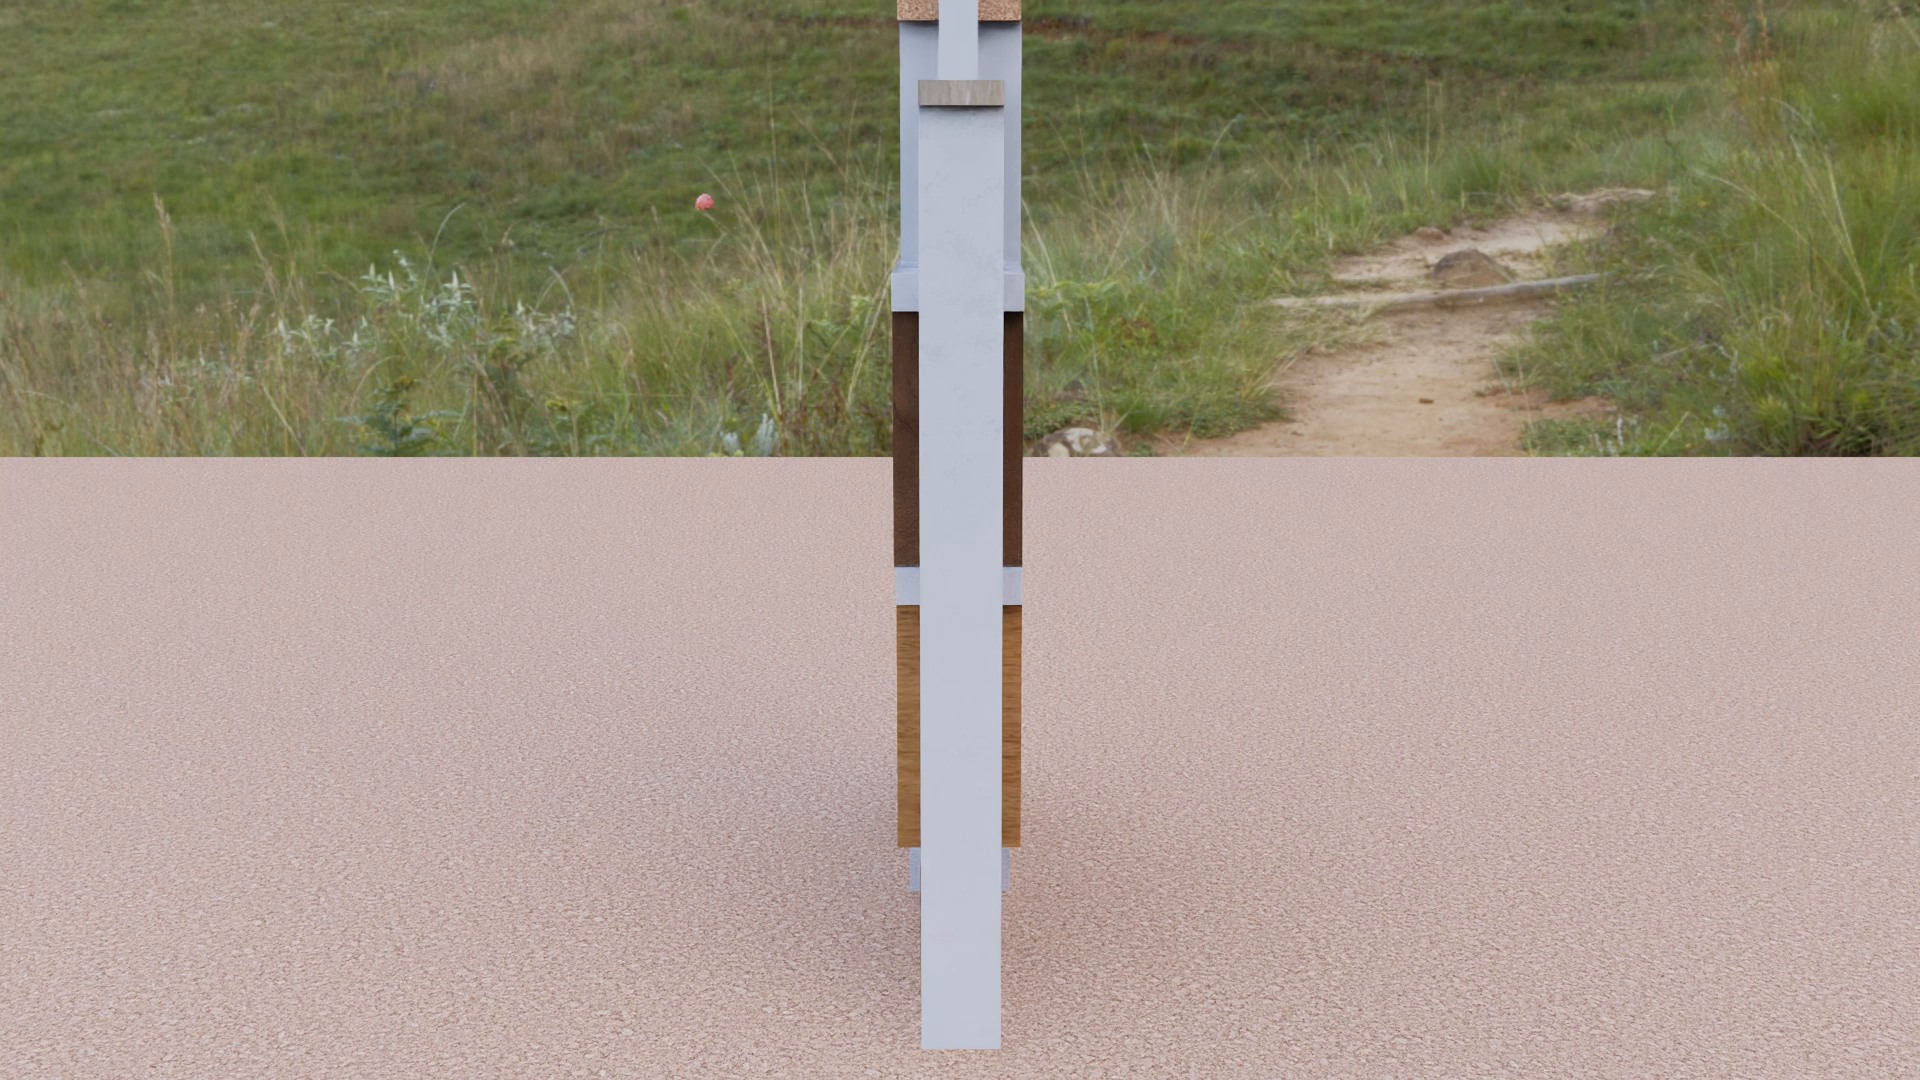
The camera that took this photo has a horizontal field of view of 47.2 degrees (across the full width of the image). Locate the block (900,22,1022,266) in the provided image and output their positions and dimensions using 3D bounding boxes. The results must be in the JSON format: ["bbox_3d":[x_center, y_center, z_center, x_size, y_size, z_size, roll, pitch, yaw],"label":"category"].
[{"bbox_3d":[0.001,-0.552,3.076,0.168,0.336,0.048,0,11,0],"label":"block"}]

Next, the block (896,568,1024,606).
[{"bbox_3d":[-0.001,0.033,3.207,0.176,0.050,0.351,0,11,0],"label":"block"}]

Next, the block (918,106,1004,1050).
[{"bbox_3d":[0.002,0.072,2.944,0.110,1.283,0.031,0,11,0],"label":"block"}]

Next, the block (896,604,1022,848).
[{"bbox_3d":[-0.001,0.257,3.130,0.175,0.361,0.050,0,11,0],"label":"block"}]

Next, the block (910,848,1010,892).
[{"bbox_3d":[-0.001,0.420,3.673,0.167,0.334,0.047,0,11,0],"label":"block"}]

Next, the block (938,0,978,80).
[{"bbox_3d":[-0.002,-0.732,2.938,0.053,0.238,0.015,0,11,0],"label":"block"}]

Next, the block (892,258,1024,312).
[{"bbox_3d":[-0.003,-0.364,3.120,0.178,0.050,0.356,0,11,0],"label":"block"}]

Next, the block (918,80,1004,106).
[{"bbox_3d":[0.001,-0.587,2.897,0.110,0.031,0.220,0,11,0],"label":"block"}]

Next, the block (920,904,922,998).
[{"bbox_3d":[-0.004,0.564,3.222,0.108,0.215,0.030,0,11,0],"label":"block"}]

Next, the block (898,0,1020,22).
[{"bbox_3d":[0.000,-0.761,3.151,0.168,0.048,0.336,0,11,0],"label":"block"}]

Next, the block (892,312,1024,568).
[{"bbox_3d":[-0.003,-0.142,3.040,0.178,0.356,0.050,0,11,0],"label":"block"}]
